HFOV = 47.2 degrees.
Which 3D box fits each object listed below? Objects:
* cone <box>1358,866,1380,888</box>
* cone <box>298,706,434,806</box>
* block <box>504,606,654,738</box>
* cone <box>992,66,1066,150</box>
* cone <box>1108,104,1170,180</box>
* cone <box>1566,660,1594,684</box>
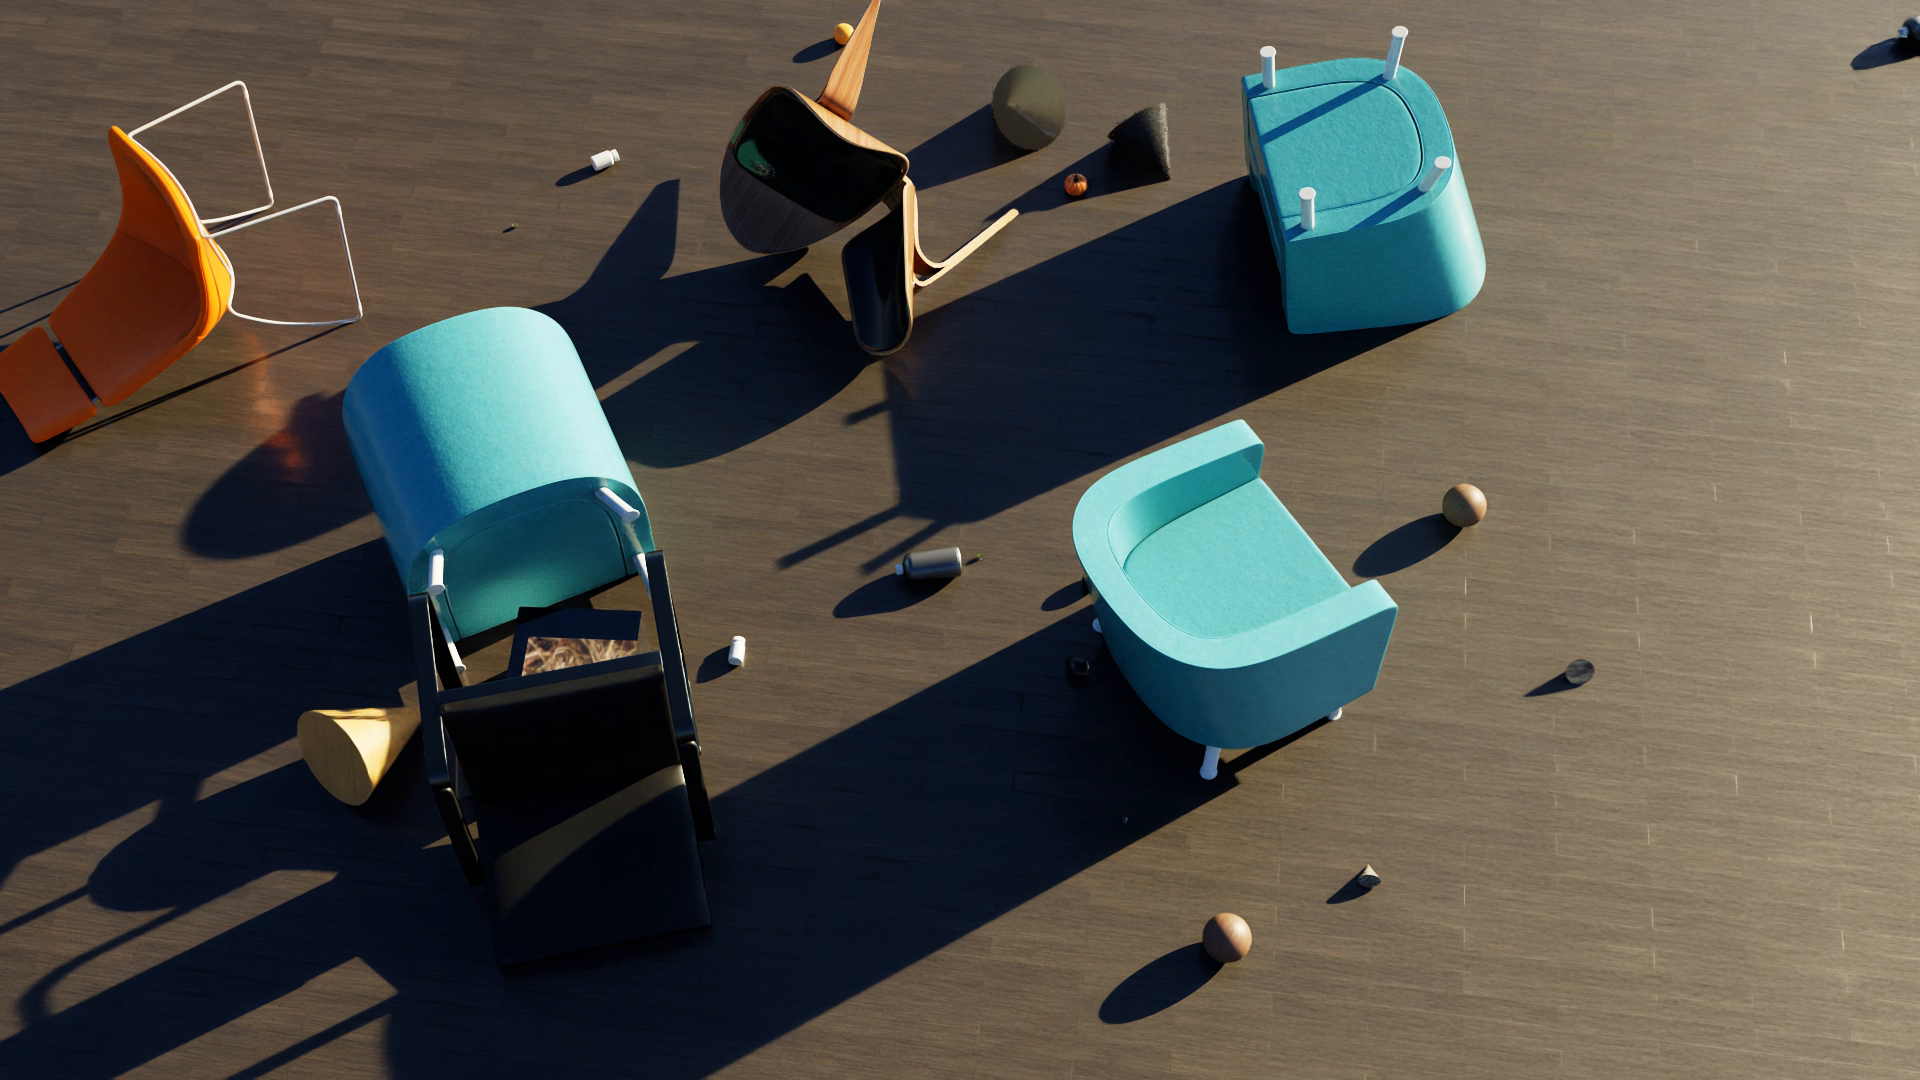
[{"bbox_3d":[1.107,0.901,5.956,0.062,0.047,0.063,4,36,5],"label":"cone"},{"bbox_3d":[-1.606,0.535,6.137,0.320,0.276,0.348,24,36,32],"label":"cone"},{"bbox_3d":[-1.062,0.373,6.160,0.343,0.272,0.256,2,56,1],"label":"block"},{"bbox_3d":[0.171,-1.482,7.492,0.234,0.312,0.267,24,86,54],"label":"cone"},{"bbox_3d":[0.649,-1.309,7.391,0.242,0.211,0.231,-24,84,-56],"label":"cone"},{"bbox_3d":[1.770,0.370,6.308,0.084,0.076,0.047,5,16,-5],"label":"cone"}]
